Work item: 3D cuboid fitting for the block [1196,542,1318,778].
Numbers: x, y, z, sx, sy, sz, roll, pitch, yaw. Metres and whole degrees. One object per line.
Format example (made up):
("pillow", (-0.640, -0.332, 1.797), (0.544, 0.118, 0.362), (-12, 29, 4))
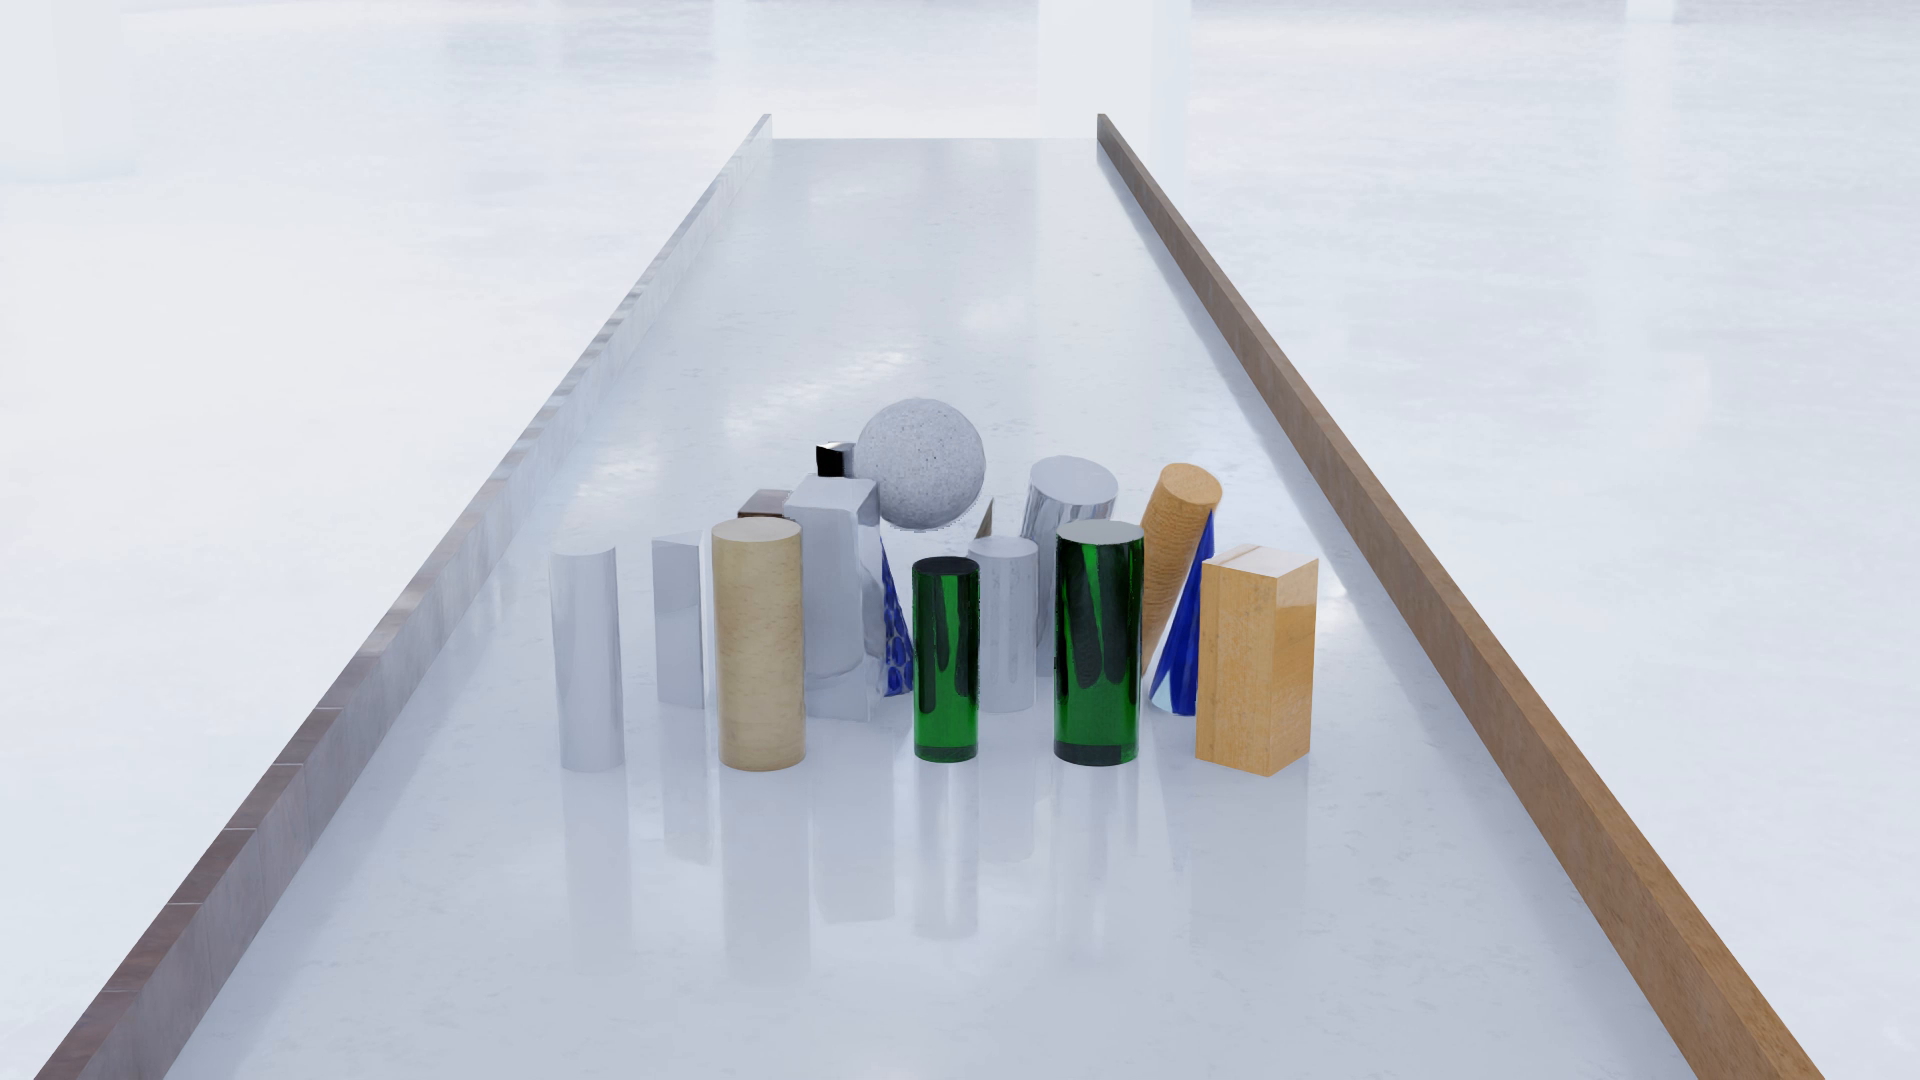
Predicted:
("block", (0.523, 0.210, 3.881), (0.149, 0.365, 0.149), (12, 20, 35))

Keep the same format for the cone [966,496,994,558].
("cone", (0.029, 0.063, 4.252), (0.108, 0.450, 0.108), (6, 48, -6))

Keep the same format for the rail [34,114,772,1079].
("rail", (-1.118, -0.838, 7.780), (0.050, 0.150, 12.000), (0, 17, -1))

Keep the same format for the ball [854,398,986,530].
("ball", (-0.076, -0.142, 4.115), (0.248, 0.248, 0.248), (0, 17, 0))

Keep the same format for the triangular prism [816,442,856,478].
("triangular prism", (-0.239, -0.020, 4.642), (0.076, 0.370, 0.088), (-15, 21, -40))

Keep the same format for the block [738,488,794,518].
("block", (-0.334, 0.079, 4.399), (0.174, 0.321, 0.174), (3, 17, 9))

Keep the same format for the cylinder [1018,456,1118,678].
("cylinder", (0.186, 0.054, 4.267), (0.169, 0.410, 0.169), (7, 34, -5))

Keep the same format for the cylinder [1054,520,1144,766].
("cylinder", (0.245, 0.182, 3.897), (0.155, 0.410, 0.155), (0, 17, 0))

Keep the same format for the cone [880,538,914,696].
("cone", (-0.151, 0.129, 4.235), (0.152, 0.310, 0.152), (-1, 20, 0))

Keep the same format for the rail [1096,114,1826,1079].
("rail", (0.932, -0.844, 7.801), (0.050, 0.150, 12.000), (0, 17, -1))

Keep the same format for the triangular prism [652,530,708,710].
("triangular prism", (-0.509, 0.147, 4.167), (0.105, 0.322, 0.091), (9, 19, 27))

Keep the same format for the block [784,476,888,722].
("block", (-0.226, 0.110, 4.068), (0.136, 0.433, 0.136), (5, 26, 13))

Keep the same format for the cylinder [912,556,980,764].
("cylinder", (-0.025, 0.212, 3.902), (0.117, 0.348, 0.117), (0, 17, 0))

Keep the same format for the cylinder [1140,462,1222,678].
("cylinder", (0.369, 0.066, 4.194), (0.121, 0.456, 0.121), (12, 38, -9))

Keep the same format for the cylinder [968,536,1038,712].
("cylinder", (0.079, 0.158, 4.148), (0.132, 0.308, 0.132), (1, 18, 0))

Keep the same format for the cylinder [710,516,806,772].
("cylinder", (-0.353, 0.183, 3.873), (0.156, 0.421, 0.156), (0, 17, 0))

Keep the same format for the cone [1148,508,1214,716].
("cone", (0.445, 0.118, 4.102), (0.139, 0.400, 0.139), (5, 23, -2))

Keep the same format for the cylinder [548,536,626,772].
("cylinder", (-0.653, 0.200, 3.855), (0.117, 0.398, 0.117), (0, 17, 0))
